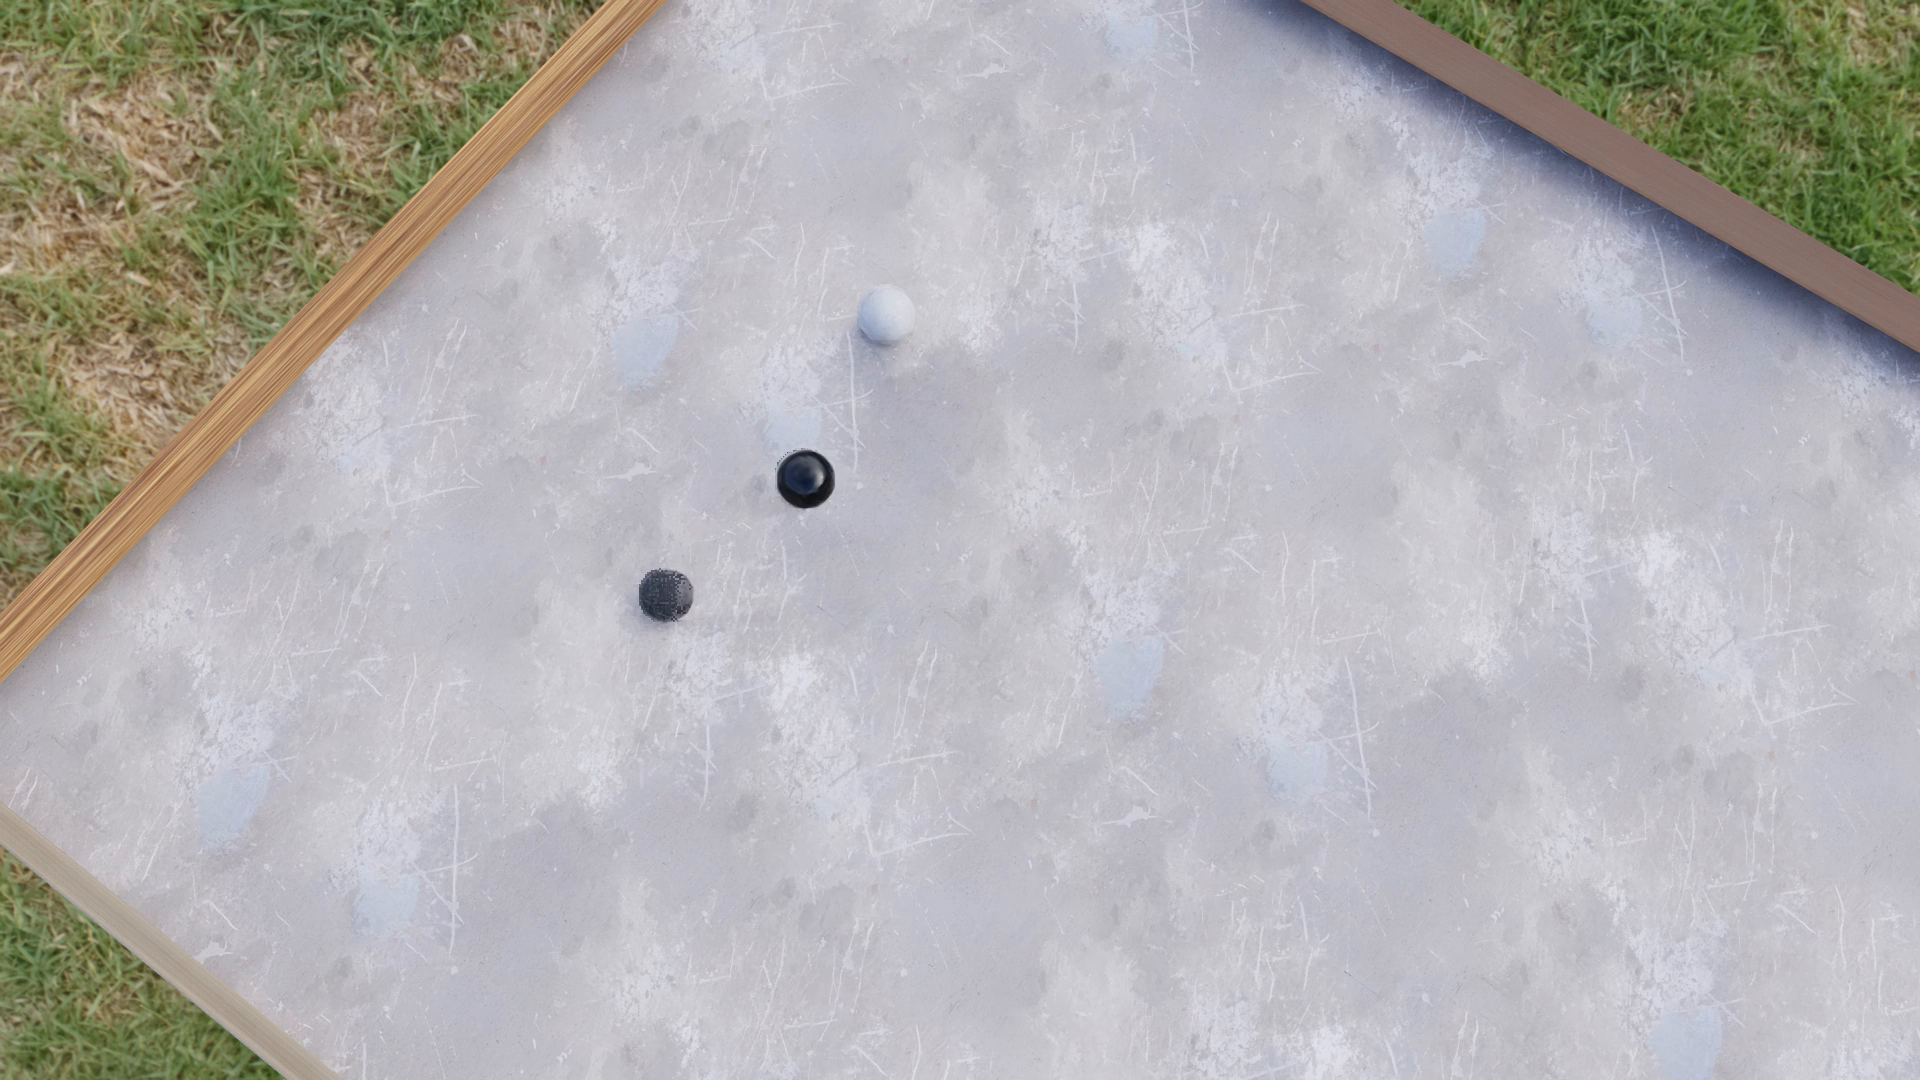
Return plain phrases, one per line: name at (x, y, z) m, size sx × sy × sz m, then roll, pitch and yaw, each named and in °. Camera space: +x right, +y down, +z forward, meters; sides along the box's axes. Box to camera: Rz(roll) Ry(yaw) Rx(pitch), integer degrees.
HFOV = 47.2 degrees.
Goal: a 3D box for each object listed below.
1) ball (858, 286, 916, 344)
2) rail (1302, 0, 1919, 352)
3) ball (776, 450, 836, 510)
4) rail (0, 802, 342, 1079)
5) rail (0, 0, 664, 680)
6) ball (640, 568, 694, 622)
ball at (-0.123, -0.378, 3.706) m, size 0.096 × 0.096 × 0.096 m, roll 0°, pitch 66°, yaw 0°
rail at (1.622, -0.323, 3.663) m, size 4.401 × 0.126 × 0.045 m, roll 34°, pitch 70°, yaw 14°
ball at (-0.250, -0.098, 3.579) m, size 0.097 × 0.097 × 0.097 m, roll 0°, pitch 66°, yaw 0°
rail at (0.151, 1.499, 2.839) m, size 4.401 × 0.126 × 0.045 m, roll 34°, pitch 70°, yaw 14°
rail at (-0.867, -0.588, 3.783) m, size 0.045 × 0.126 × 2.530 m, roll 34°, pitch 70°, yaw 14°
ball at (-0.466, 0.088, 3.501) m, size 0.084 × 0.084 × 0.084 m, roll 0°, pitch 66°, yaw 0°
